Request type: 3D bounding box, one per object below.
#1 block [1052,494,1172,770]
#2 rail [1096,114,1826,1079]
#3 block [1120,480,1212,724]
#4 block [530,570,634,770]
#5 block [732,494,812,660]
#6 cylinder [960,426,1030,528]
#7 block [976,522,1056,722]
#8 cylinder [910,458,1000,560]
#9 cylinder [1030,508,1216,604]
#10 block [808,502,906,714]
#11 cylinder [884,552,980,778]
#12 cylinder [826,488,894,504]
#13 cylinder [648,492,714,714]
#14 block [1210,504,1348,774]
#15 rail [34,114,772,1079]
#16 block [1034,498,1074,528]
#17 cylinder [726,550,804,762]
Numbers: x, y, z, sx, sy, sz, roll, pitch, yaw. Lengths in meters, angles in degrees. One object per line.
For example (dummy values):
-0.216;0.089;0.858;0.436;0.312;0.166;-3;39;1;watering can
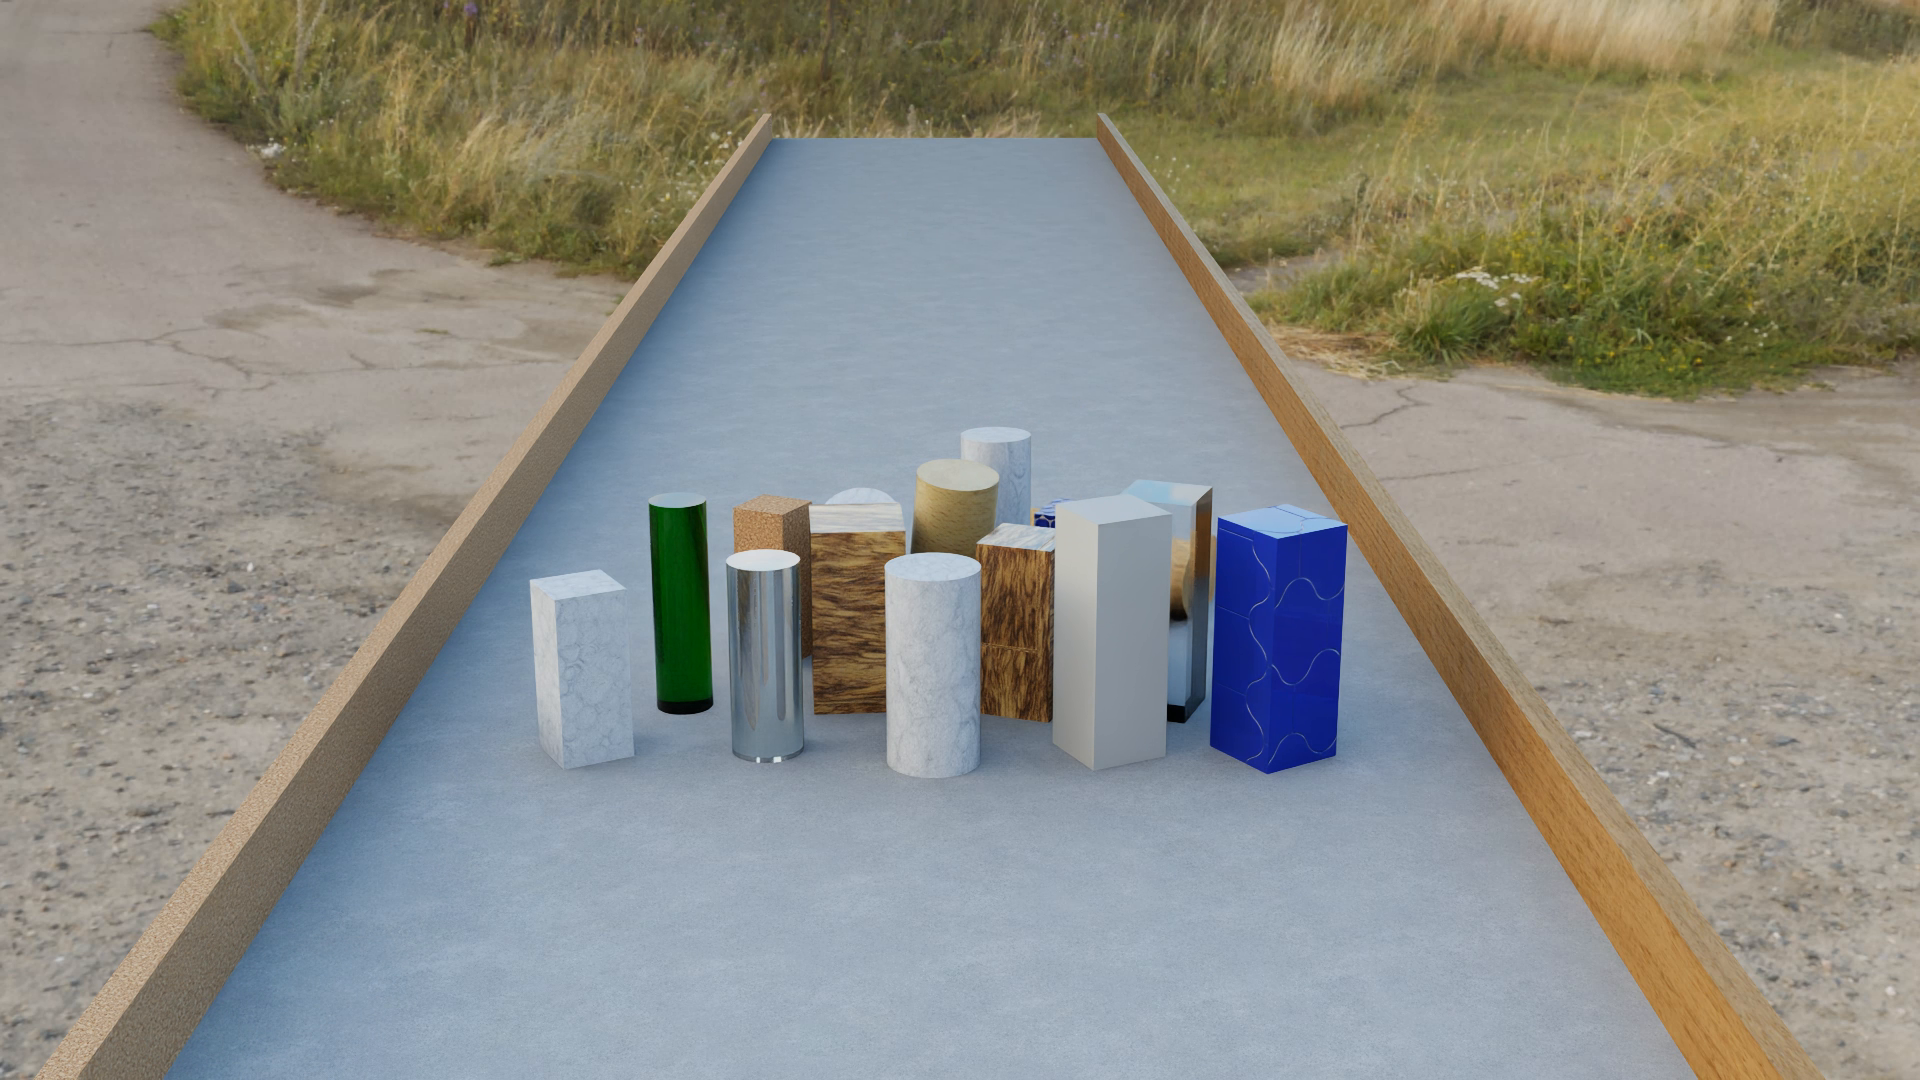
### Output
0.267;0.161;3.895;0.148;0.450;0.148;-8;18;-26;block
0.932;-0.844;7.801;0.050;0.150;12.000;0;17;-1;rail
0.376;0.113;4.111;0.145;0.419;0.145;6;18;21;block
-0.671;0.228;3.909;0.131;0.314;0.131;-9;19;-28;block
-0.370;0.082;4.392;0.113;0.318;0.113;8;18;26;block
0.075;-0.032;4.643;0.147;0.391;0.147;0;15;0;cylinder
0.123;0.154;4.127;0.146;0.332;0.146;6;18;20;block
-0.020;0.048;4.352;0.161;0.386;0.161;4;24;-2;cylinder
0.339;0.039;4.804;0.430;0.166;0.166;9;19;28;cylinder
-0.194;0.128;4.157;0.173;0.359;0.173;-1;19;-5;block
-0.047;0.218;3.861;0.168;0.360;0.168;0;17;0;cylinder
-0.186;0.066;4.377;0.153;0.325;0.153;-2;45;2;cylinder
-0.522;0.119;4.117;0.106;0.404;0.106;0;17;0;cylinder
0.562;0.173;3.892;0.159;0.430;0.159;-10;19;-31;block
-1.118;-0.838;7.780;0.050;0.150;12.000;0;17;-1;rail
0.229;0.088;4.383;0.127;0.312;0.127;7;18;22;block
-0.346;0.206;3.909;0.129;0.356;0.129;0;17;0;cylinder
